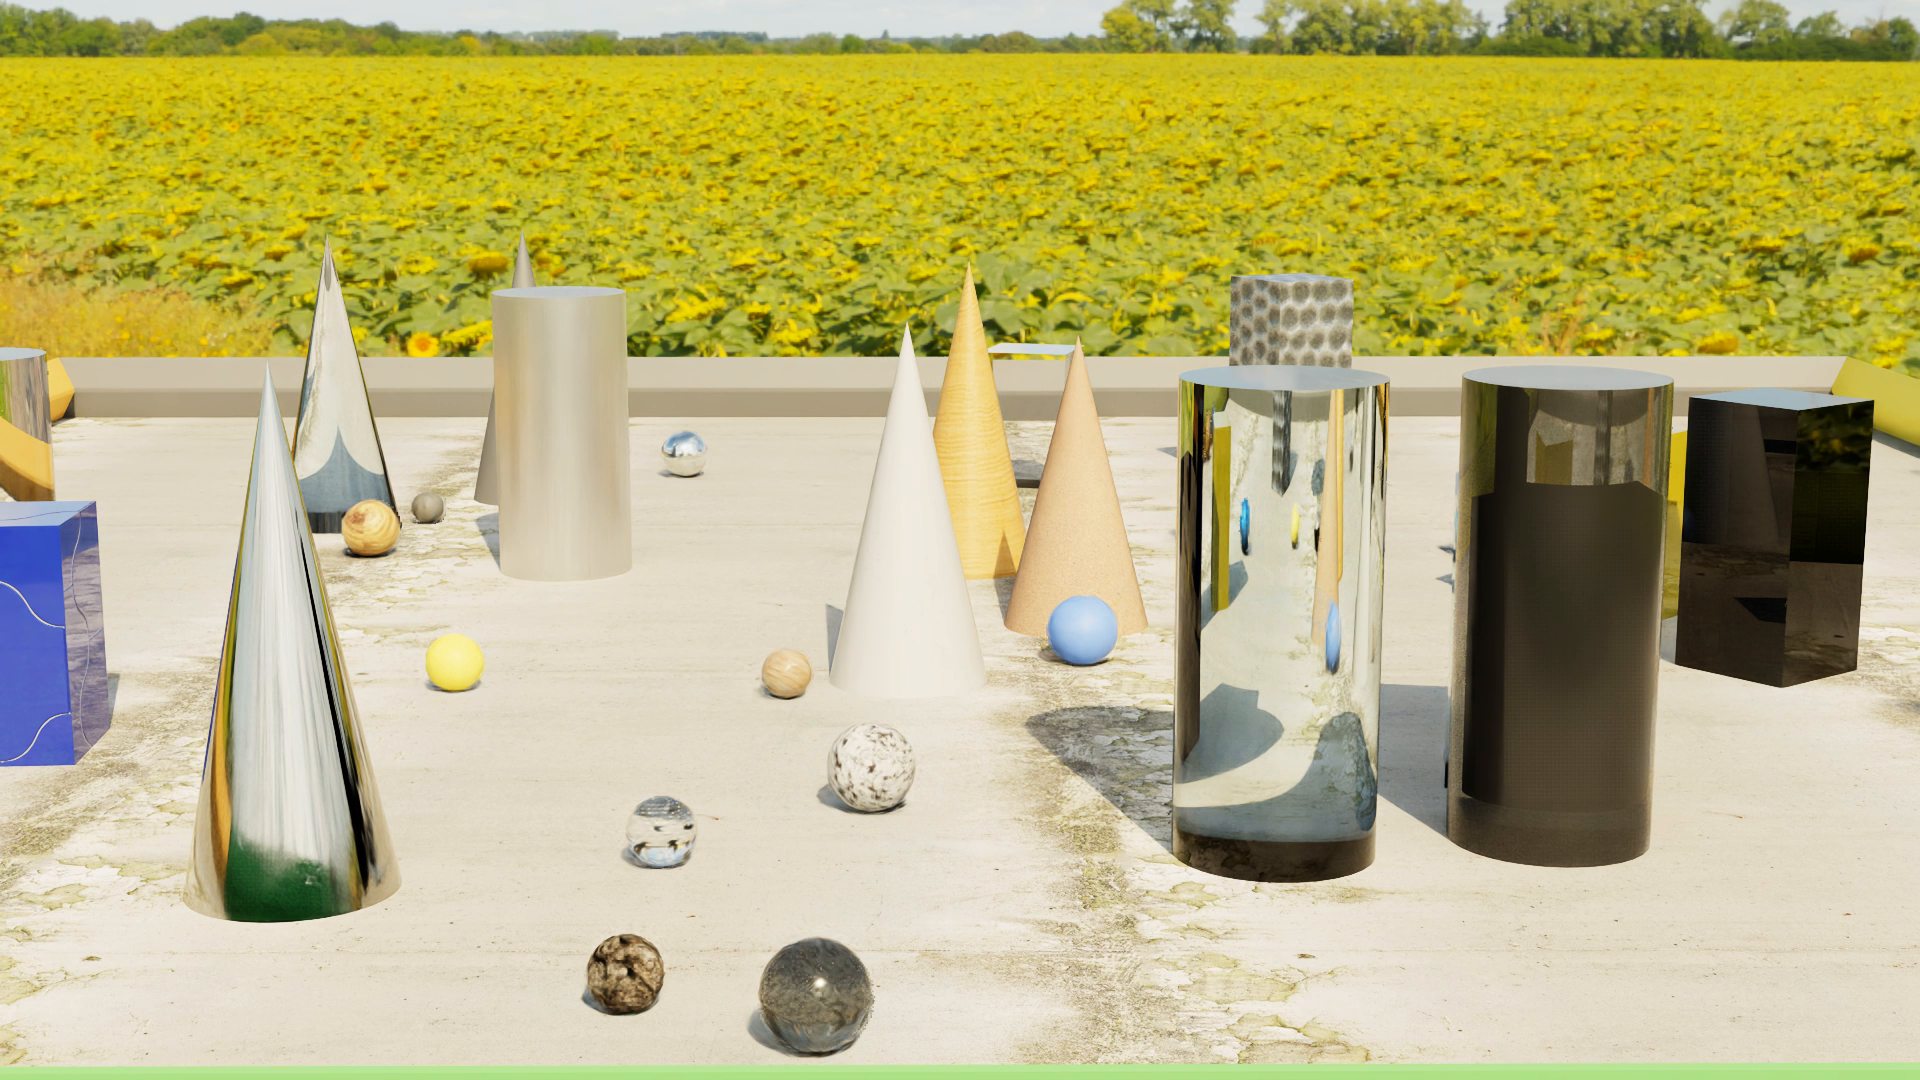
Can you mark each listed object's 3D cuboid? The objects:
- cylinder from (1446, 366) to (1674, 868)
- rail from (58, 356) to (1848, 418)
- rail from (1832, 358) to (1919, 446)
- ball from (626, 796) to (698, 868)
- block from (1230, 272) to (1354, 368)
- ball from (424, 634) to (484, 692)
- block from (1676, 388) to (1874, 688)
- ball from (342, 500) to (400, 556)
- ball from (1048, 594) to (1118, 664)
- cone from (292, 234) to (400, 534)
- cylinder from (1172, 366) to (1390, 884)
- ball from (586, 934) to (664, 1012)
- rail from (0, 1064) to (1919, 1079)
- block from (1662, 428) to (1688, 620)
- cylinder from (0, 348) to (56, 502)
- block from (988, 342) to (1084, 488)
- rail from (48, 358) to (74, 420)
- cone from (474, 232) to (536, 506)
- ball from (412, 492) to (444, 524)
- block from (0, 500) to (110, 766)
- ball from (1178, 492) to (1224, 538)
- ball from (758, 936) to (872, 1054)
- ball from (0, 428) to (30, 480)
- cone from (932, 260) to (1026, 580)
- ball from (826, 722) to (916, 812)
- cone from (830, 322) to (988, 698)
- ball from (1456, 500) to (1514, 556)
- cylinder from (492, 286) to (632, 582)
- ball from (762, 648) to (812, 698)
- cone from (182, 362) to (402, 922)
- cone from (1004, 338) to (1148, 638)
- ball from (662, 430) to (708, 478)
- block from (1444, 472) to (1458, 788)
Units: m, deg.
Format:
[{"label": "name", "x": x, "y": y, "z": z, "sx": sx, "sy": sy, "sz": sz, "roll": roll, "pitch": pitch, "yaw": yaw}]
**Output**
[{"label": "cylinder", "x": 0.559, "y": 0.066, "z": 2.403, "sx": 0.190, "sy": 0.440, "sz": 0.190, "roll": 0, "pitch": 11, "yaw": 0}, {"label": "rail", "x": -0.011, "y": -0.314, "z": 5.304, "sx": 3.710, "sy": 0.123, "sz": 0.045, "roll": 0, "pitch": 11, "yaw": 0}, {"label": "rail", "x": 1.832, "y": 0.030, "z": 3.460, "sx": 0.045, "sy": 0.123, "sz": 3.821, "roll": 0, "pitch": 11, "yaw": 0}, {"label": "ball", "x": -0.273, "y": 0.267, "z": 2.351, "sx": 0.065, "sy": 0.065, "sz": 0.065, "roll": 0, "pitch": 11, "yaw": 0}, {"label": "block", "x": 0.575, "y": -0.278, "z": 4.476, "sx": 0.152, "sy": 0.359, "sz": 0.152, "roll": -6, "pitch": 12, "yaw": -27}, {"label": "ball", "x": -0.593, "y": 0.143, "z": 3.008, "sx": 0.068, "sy": 0.068, "sz": 0.068, "roll": 0, "pitch": 11, "yaw": 0}, {"label": "block", "x": 0.982, "y": -0.007, "z": 3.097, "sx": 0.152, "sy": 0.330, "sz": 0.152, "roll": -8, "pitch": 13, "yaw": -37}, {"label": "ball", "x": -0.879, "y": -0.017, "z": 3.824, "sx": 0.084, "sy": 0.084, "sz": 0.084, "roll": 0, "pitch": 11, "yaw": 0}, {"label": "ball", "x": 0.151, "y": 0.110, "z": 3.138, "sx": 0.086, "sy": 0.086, "sz": 0.086, "roll": 0, "pitch": 11, "yaw": 0}, {"label": "cone", "x": -0.992, "y": -0.254, "z": 4.064, "sx": 0.190, "sy": 0.462, "sz": 0.190, "roll": 0, "pitch": 11, "yaw": 0}, {"label": "cylinder", "x": 0.293, "y": 0.072, "z": 2.359, "sx": 0.190, "sy": 0.446, "sz": 0.190, "roll": 0, "pitch": 11, "yaw": 0}, {"label": "ball", "x": -0.260, "y": 0.336, "z": 1.992, "sx": 0.060, "sy": 0.060, "sz": 0.060, "roll": 0, "pitch": 11, "yaw": 0}, {"label": "rail", "x": 0.011, "y": 0.377, "z": 1.594, "sx": 3.710, "sy": 0.123, "sz": 0.045, "roll": 0, "pitch": 11, "yaw": 0}, {"label": "block", "x": 0.856, "y": -0.022, "z": 3.401, "sx": 0.152, "sy": 0.249, "sz": 0.152, "roll": 9, "pitch": 14, "yaw": 41}, {"label": "cylinder", "x": -1.355, "y": -0.092, "z": 3.553, "sx": 0.190, "sy": 0.330, "sz": 0.190, "roll": 0, "pitch": 11, "yaw": 0}, {"label": "block", "x": 0.126, "y": -0.219, "z": 4.498, "sx": 0.152, "sy": 0.234, "sz": 0.152, "roll": 3, "pitch": 11, "yaw": 15}, {"label": "rail", "x": -1.832, "y": 0.034, "z": 3.439, "sx": 0.045, "sy": 0.123, "sz": 3.821, "roll": 0, "pitch": 11, "yaw": 0}, {"label": "cone", "x": -0.729, "y": -0.296, "z": 4.310, "sx": 0.190, "sy": 0.455, "sz": 0.190, "roll": 0, "pitch": 11, "yaw": 0}, {"label": "ball", "x": -0.851, "y": -0.052, "z": 4.102, "sx": 0.051, "sy": 0.051, "sz": 0.051, "roll": 0, "pitch": 11, "yaw": 0}, {"label": "block", "x": -1.011, "y": 0.098, "z": 2.738, "sx": 0.152, "sy": 0.256, "sz": 0.152, "roll": -1, "pitch": 11, "yaw": -4}, {"label": "ball", "x": 0.373, "y": -0.038, "z": 3.973, "sx": 0.070, "sy": 0.070, "sz": 0.070, "roll": 0, "pitch": 11, "yaw": 0}, {"label": "ball", "x": -0.108, "y": 0.339, "z": 1.911, "sx": 0.085, "sy": 0.085, "sz": 0.085, "roll": 0, "pitch": 11, "yaw": 0}, {"label": "ball", "x": -1.692, "y": -0.152, "z": 4.533, "sx": 0.091, "sy": 0.091, "sz": 0.091, "roll": 0, "pitch": 11, "yaw": 0}, {"label": "cone", "x": 0.013, "y": -0.180, "z": 3.709, "sx": 0.190, "sy": 0.447, "sz": 0.190, "roll": 0, "pitch": 11, "yaw": 0}, {"label": "ball", "x": -0.087, "y": 0.223, "z": 2.525, "sx": 0.088, "sy": 0.088, "sz": 0.088, "roll": 0, "pitch": 11, "yaw": 0}, {"label": "cone", "x": -0.062, "y": -0.044, "z": 3.031, "sx": 0.190, "sy": 0.428, "sz": 0.190, "roll": 0, "pitch": 11, "yaw": 0}, {"label": "ball", "x": 0.784, "y": -0.018, "z": 3.828, "sx": 0.085, "sy": 0.085, "sz": 0.085, "roll": 0, "pitch": 11, "yaw": 0}, {"label": "cylinder", "x": -0.573, "y": -0.156, "z": 3.699, "sx": 0.190, "sy": 0.403, "sz": 0.190, "roll": 0, "pitch": 11, "yaw": 0}, {"label": "ball", "x": -0.201, "y": 0.154, "z": 2.975, "sx": 0.058, "sy": 0.058, "sz": 0.058, "roll": 0, "pitch": 11, "yaw": 0}, {"label": "cone", "x": -0.596, "y": 0.078, "z": 2.250, "sx": 0.190, "sy": 0.474, "sz": 0.190, "roll": 0, "pitch": 11, "yaw": 0}, {"label": "cone", "x": 0.152, "y": -0.077, "z": 3.336, "sx": 0.190, "sy": 0.381, "sz": 0.190, "roll": 0, "pitch": 11, "yaw": 0}, {"label": "ball", "x": -0.489, "y": -0.153, "z": 4.557, "sx": 0.083, "sy": 0.083, "sz": 0.083, "roll": 0, "pitch": 11, "yaw": 0}, {"label": "block", "x": 0.582, "y": 0.093, "z": 2.640, "sx": 0.152, "sy": 0.301, "sz": 0.152, "roll": 2, "pitch": 11, "yaw": 11}]
